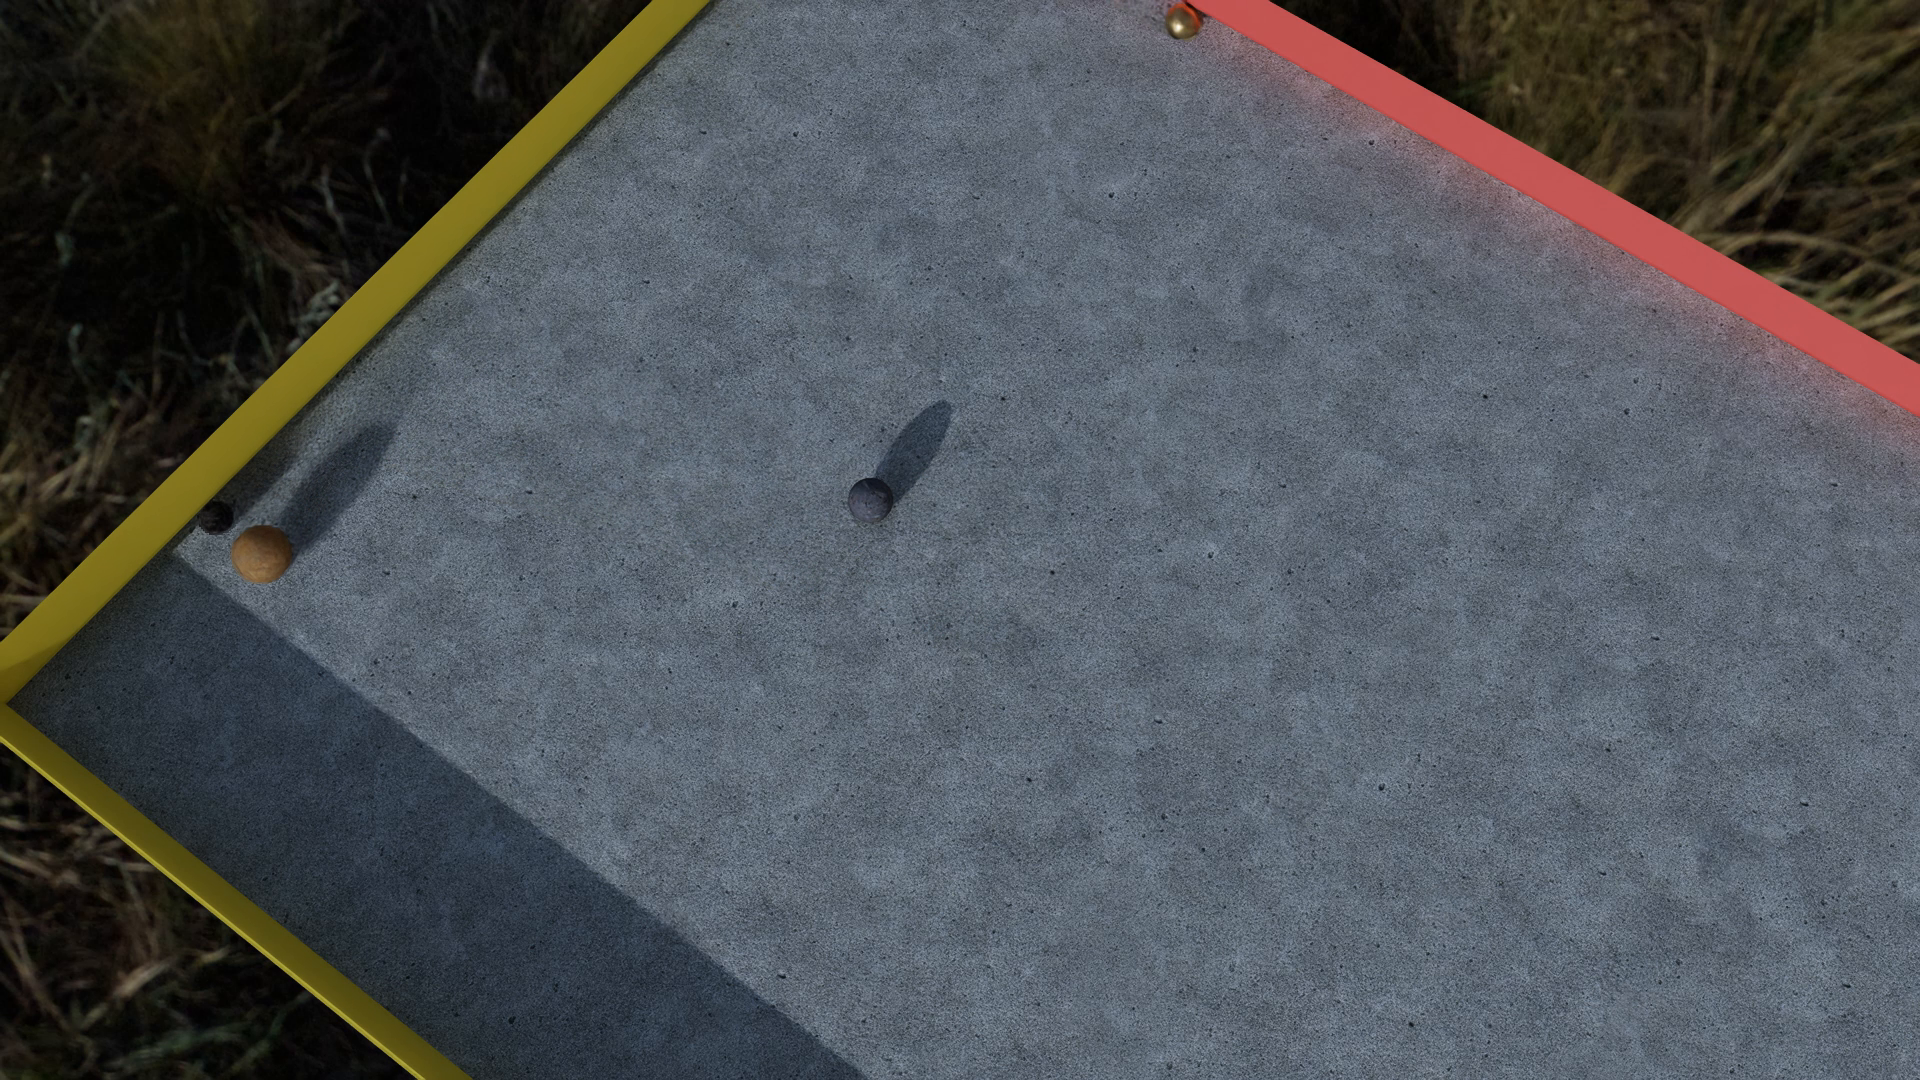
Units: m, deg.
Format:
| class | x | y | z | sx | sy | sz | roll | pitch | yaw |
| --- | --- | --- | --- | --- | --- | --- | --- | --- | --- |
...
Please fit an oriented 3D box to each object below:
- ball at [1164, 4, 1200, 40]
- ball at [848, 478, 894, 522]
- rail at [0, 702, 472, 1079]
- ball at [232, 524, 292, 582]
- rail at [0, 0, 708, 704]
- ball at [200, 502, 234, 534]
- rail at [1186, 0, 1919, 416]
| class | x | y | z | sx | sy | sz | roll | pitch | yaw |
| --- | --- | --- | --- | --- | --- | --- | --- | --- | --- |
| ball | 0.413 | -0.960 | 4.075 | 0.067 | 0.067 | 0.067 | 0 | 64 | 0 |
| ball | -0.147 | -0.066 | 3.632 | 0.075 | 0.075 | 0.075 | 0 | 64 | 0 |
| rail | 0.176 | 1.394 | 2.889 | 4.290 | 0.121 | 0.045 | 34 | 68 | 15 |
| ball | -1.135 | 0.021 | 3.579 | 0.093 | 0.093 | 0.093 | 0 | 64 | 0 |
| rail | -0.843 | -0.571 | 3.853 | 0.045 | 0.121 | 2.352 | 34 | 68 | 15 |
| ball | -1.227 | -0.038 | 3.630 | 0.053 | 0.053 | 0.053 | 0 | 64 | 0 |
| rail | 1.548 | -0.269 | 3.705 | 4.290 | 0.121 | 0.045 | 34 | 68 | 15 |
